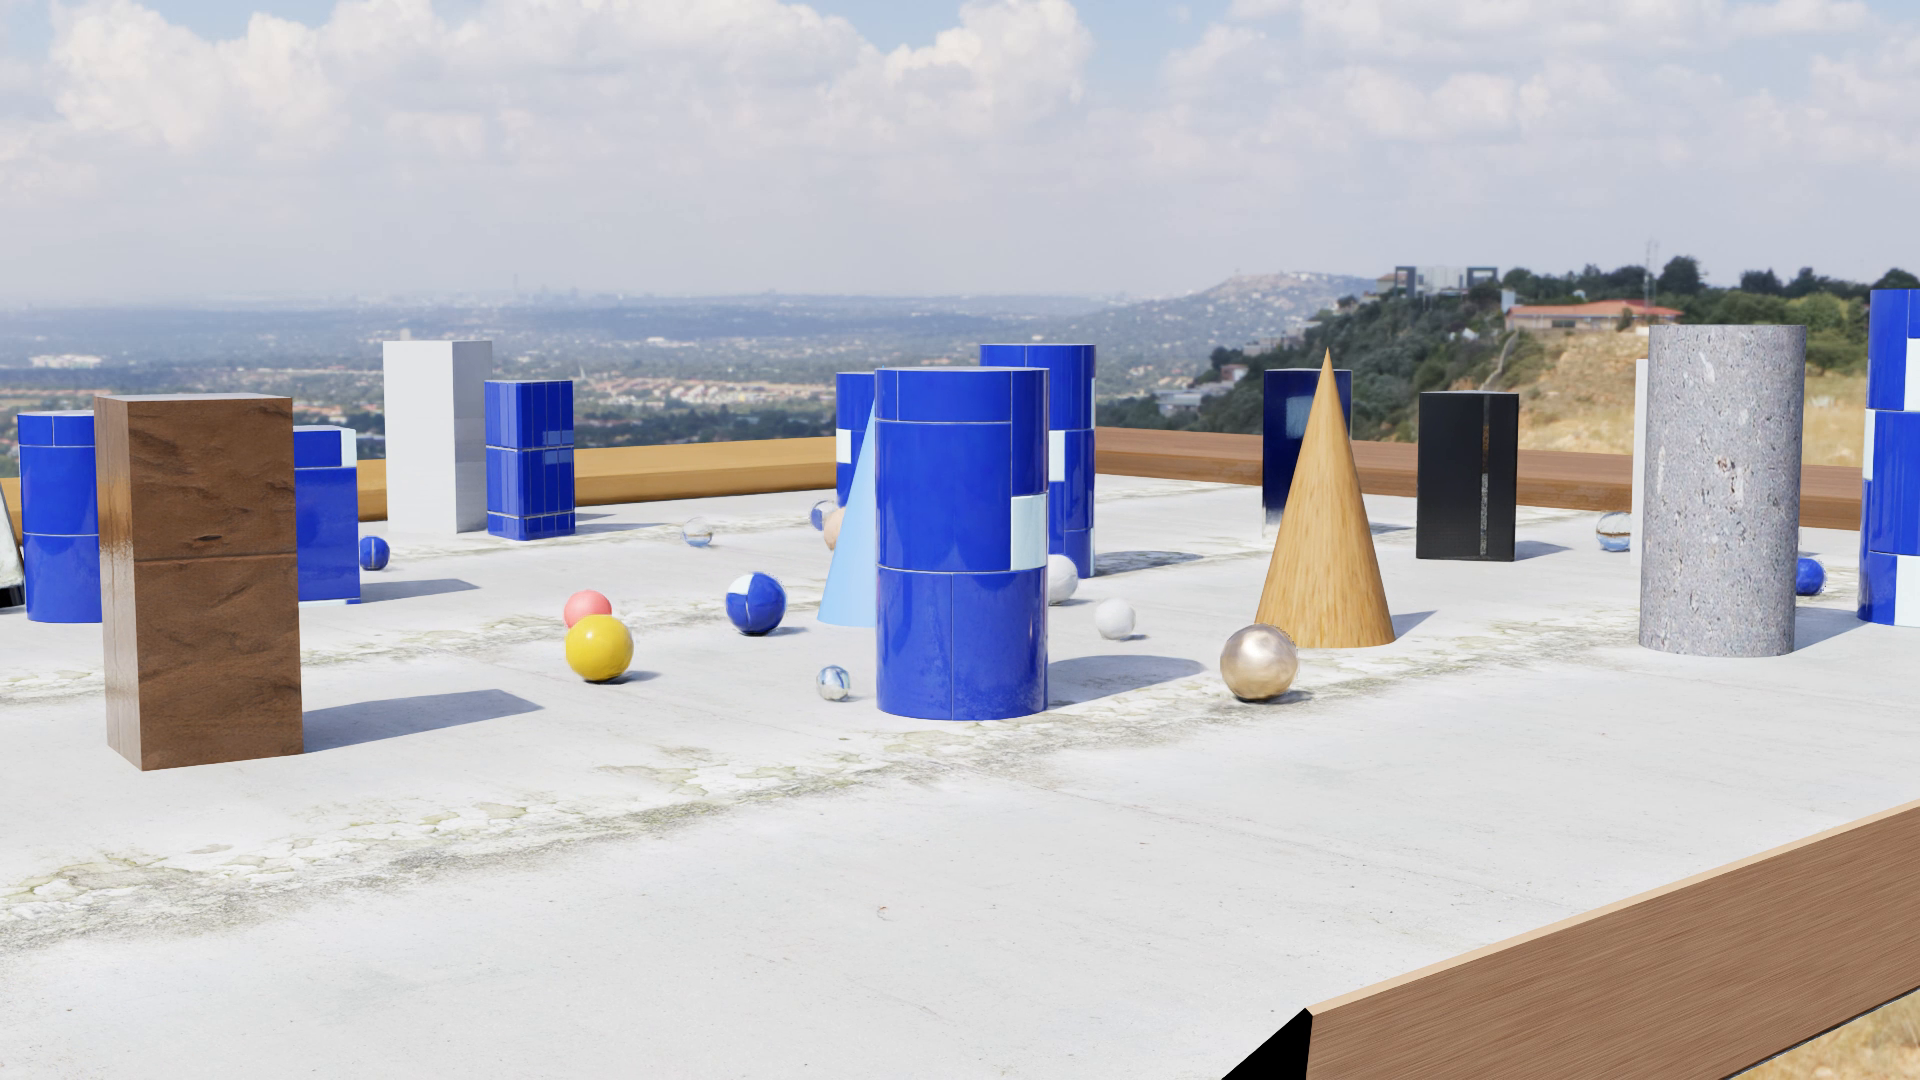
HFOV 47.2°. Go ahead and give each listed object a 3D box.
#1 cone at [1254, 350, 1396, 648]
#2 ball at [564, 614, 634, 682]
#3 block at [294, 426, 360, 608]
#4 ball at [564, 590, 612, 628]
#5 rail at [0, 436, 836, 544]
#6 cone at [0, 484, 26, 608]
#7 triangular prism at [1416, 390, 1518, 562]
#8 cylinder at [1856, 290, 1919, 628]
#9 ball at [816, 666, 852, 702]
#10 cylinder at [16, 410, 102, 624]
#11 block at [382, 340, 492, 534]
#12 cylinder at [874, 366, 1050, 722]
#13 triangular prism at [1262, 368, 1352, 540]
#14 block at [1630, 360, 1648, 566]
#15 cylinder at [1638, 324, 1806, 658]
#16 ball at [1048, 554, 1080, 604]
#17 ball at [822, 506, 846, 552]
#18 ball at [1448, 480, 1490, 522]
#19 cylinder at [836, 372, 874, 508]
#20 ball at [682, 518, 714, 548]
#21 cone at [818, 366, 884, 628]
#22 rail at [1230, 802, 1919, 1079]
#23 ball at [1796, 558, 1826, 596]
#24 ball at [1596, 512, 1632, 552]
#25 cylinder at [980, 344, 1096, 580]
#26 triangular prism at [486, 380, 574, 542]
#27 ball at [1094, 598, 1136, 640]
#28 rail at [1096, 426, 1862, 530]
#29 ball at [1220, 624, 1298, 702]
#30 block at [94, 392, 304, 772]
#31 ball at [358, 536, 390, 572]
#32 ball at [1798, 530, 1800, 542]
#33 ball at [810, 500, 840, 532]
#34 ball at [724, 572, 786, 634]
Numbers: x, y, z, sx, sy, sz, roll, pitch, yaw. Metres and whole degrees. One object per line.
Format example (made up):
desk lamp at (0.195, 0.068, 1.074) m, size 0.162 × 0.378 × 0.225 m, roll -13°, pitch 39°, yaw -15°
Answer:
cone at (0.494, -0.064, 2.976) m, size 0.195 × 0.395 × 0.195 m, roll 0°, pitch 6°, yaw 0°
ball at (-0.432, 0.129, 2.636) m, size 0.082 × 0.082 × 0.082 m, roll 0°, pitch 6°, yaw 0°
block at (-1.016, -0.038, 3.356) m, size 0.156 × 0.264 × 0.156 m, roll -3°, pitch 7°, yaw -29°
ball at (-0.506, 0.100, 2.992) m, size 0.066 × 0.066 × 0.066 m, roll 0°, pitch 6°, yaw 0°
rail at (-1.223, -0.105, 4.650) m, size 4.167 × 0.127 × 0.045 m, roll -5°, pitch 8°, yaw -42°
cone at (-1.514, -0.120, 3.325) m, size 0.195 × 0.434 × 0.195 m, roll 0°, pitch 6°, yaw 0°
triangular prism at (0.919, -0.119, 3.970) m, size 0.169 × 0.298 × 0.146 m, roll 2°, pitch 6°, yaw 16°
cylinder at (1.395, -0.120, 3.140) m, size 0.195 × 0.473 × 0.195 m, roll 0°, pitch 6°, yaw 0°
ball at (-0.144, 0.163, 2.506) m, size 0.041 × 0.041 × 0.041 m, roll 0°, pitch 6°, yaw 0°
cylinder at (-1.264, -0.038, 3.210) m, size 0.195 × 0.295 × 0.195 m, roll 0°, pitch 6°, yaw 0°
block at (-1.054, -0.212, 4.461) m, size 0.156 × 0.382 × 0.156 m, roll 2°, pitch 6°, yaw 18°
cylinder at (0.002, -0.002, 2.464) m, size 0.195 × 0.379 × 0.195 m, roll 0°, pitch 6°, yaw 0°
triangular prism at (0.673, -0.172, 4.330) m, size 0.169 × 0.328 × 0.146 m, roll 0°, pitch 6°, yaw 0°
block at (1.277, -0.131, 3.795) m, size 0.156 × 0.359 × 0.156 m, roll -3°, pitch 6°, yaw -23°
cylinder at (1.002, -0.070, 2.896) m, size 0.195 × 0.424 × 0.195 m, roll 0°, pitch 6°, yaw 0°
ball at (0.142, 0.059, 3.329) m, size 0.077 × 0.077 × 0.077 m, roll 0°, pitch 6°, yaw 0°
ball at (-0.202, -0.015, 3.974) m, size 0.091 × 0.091 × 0.091 m, roll 0°, pitch 6°, yaw 0°
ball at (1.065, -0.080, 4.604) m, size 0.089 × 0.089 × 0.089 m, roll 0°, pitch 6°, yaw 0°
cylinder at (-0.157, -0.185, 4.518) m, size 0.195 × 0.316 × 0.195 m, roll 0°, pitch 6°, yaw 0°
ball at (-0.491, -0.014, 4.124) m, size 0.058 × 0.058 × 0.058 m, roll 0°, pitch 6°, yaw 0°
cone at (-0.110, -0.069, 3.167) m, size 0.195 × 0.366 × 0.195 m, roll 0°, pitch 6°, yaw 0°
rail at (1.223, 0.171, 2.014) m, size 4.167 × 0.127 × 0.045 m, roll -5°, pitch 8°, yaw -42°
ball at (1.319, 0.057, 3.435) m, size 0.060 × 0.060 × 0.060 m, roll 0°, pitch 6°, yaw 0°
ball at (1.213, -0.016, 4.067) m, size 0.072 × 0.072 × 0.072 m, roll 0°, pitch 6°, yaw 0°
cylinder at (0.129, -0.134, 3.686) m, size 0.195 × 0.387 × 0.195 m, roll 0°, pitch 6°, yaw 0°
triangular prism at (-0.830, -0.161, 4.333) m, size 0.146 × 0.306 × 0.169 m, roll -4°, pitch 7°, yaw -33°
ball at (0.210, 0.107, 2.970) m, size 0.057 × 0.057 × 0.057 m, roll 0°, pitch 6°, yaw 0°
rail at (1.514, -0.113, 4.721) m, size 0.045 × 0.127 × 3.655 m, roll -5°, pitch 8°, yaw -42°
ball at (0.340, 0.140, 2.503) m, size 0.088 × 0.088 × 0.088 m, roll 0°, pitch 6°, yaw 0°
block at (-0.768, 0.035, 2.215) m, size 0.156 × 0.358 × 0.156 m, roll -4°, pitch 7°, yaw -32°
ball at (-1.004, 0.023, 3.754) m, size 0.061 × 0.061 × 0.061 m, roll 0°, pitch 6°, yaw 0°
ball at (1.503, -0.007, 4.024) m, size 0.064 × 0.064 × 0.064 m, roll 0°, pitch 6°, yaw 0°
ball at (-0.267, -0.047, 4.406) m, size 0.065 × 0.065 × 0.065 m, roll 0°, pitch 6°, yaw 0°
ball at (-0.281, 0.088, 3.021) m, size 0.085 × 0.085 × 0.085 m, roll 0°, pitch 6°, yaw 0°
